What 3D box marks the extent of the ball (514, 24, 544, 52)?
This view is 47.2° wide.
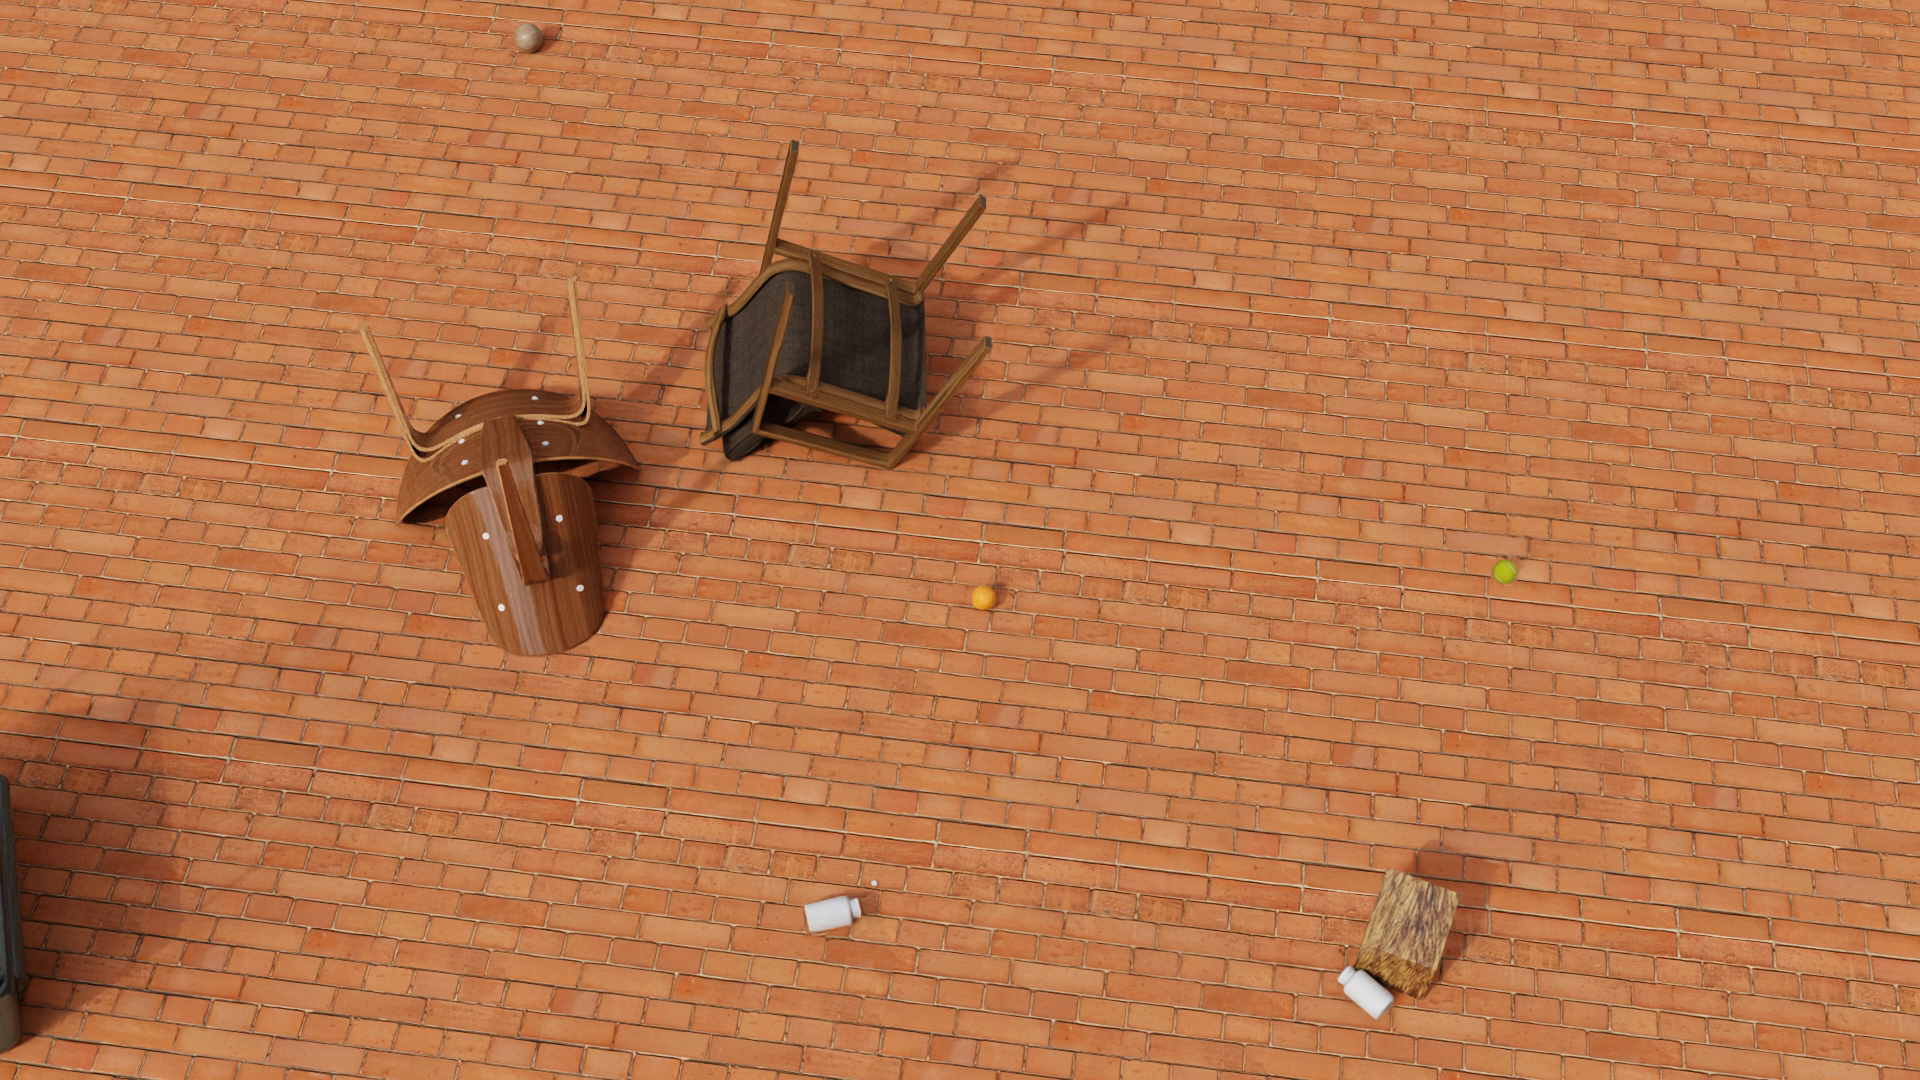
[{"bbox_3d":[-1.508,-1.757,7.693,0.100,0.100,0.100,0,56,0],"label":"ball"}]

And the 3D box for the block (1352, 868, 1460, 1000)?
[{"bbox_3d":[1.167,1.033,5.760,0.196,0.201,0.230,19,58,12],"label":"block"}]
